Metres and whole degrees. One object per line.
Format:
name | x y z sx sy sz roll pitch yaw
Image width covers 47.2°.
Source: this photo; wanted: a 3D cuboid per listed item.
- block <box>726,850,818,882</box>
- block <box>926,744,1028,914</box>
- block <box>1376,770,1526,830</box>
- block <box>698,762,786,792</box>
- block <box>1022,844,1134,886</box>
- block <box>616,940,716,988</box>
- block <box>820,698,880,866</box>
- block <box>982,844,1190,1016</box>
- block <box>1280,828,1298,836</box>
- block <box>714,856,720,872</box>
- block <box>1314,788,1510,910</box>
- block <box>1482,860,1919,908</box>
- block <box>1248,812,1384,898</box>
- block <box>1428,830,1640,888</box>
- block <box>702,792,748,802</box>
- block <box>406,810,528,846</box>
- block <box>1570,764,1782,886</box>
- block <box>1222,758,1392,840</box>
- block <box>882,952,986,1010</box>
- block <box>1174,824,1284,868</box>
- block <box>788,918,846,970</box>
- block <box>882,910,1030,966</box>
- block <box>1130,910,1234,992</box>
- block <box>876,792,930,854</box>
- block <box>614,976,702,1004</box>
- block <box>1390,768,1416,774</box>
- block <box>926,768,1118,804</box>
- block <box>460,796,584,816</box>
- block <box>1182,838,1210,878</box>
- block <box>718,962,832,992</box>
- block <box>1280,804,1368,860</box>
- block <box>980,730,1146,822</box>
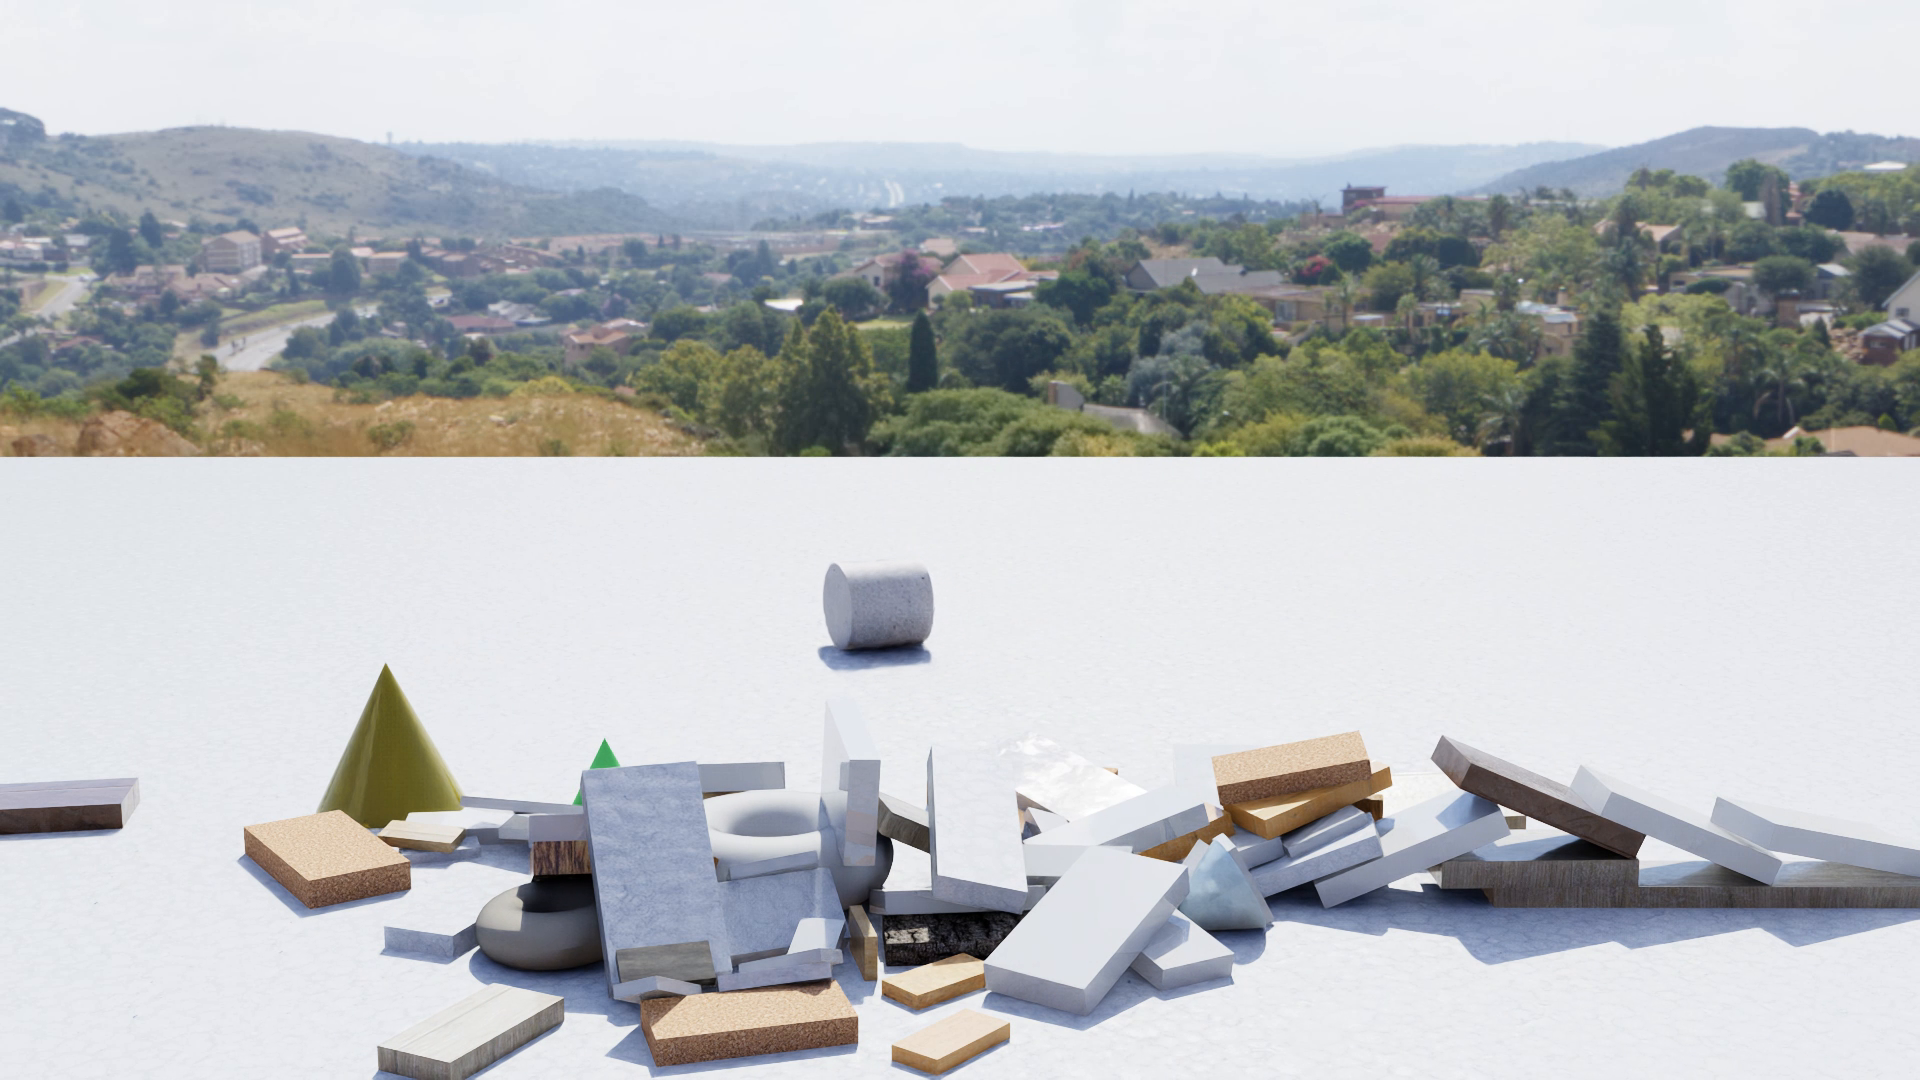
block | -0.294 0.517 3.442 0.139 0.020 0.069 -9 -22 -14
block | 0.023 0.465 3.594 0.142 0.040 0.460 12 20 -6
block | 0.798 0.476 3.908 0.377 0.048 0.169 -3 23 4
block | -0.468 0.439 4.014 0.173 0.049 0.375 1 -8 -26
block | 0.157 0.527 3.564 0.240 0.021 0.075 -1 34 14
block | -0.429 0.623 3.201 0.136 0.019 0.068 -3 43 -17
block | -0.181 0.389 3.587 0.049 0.173 0.346 2 11 -10
block | 0.195 0.583 3.319 0.169 0.048 0.338 8 29 31
block | 0.612 0.532 3.781 0.142 0.071 0.020 2 -7 10
block | -0.430 0.563 3.475 0.068 0.135 0.019 5 -21 27
block | 0.737 0.503 3.653 0.324 0.046 0.162 -23 10 6
block | 1.370 0.573 3.661 0.989 0.037 0.130 0 11 0
block | 0.574 0.528 3.646 0.248 0.035 0.124 -22 7 10
block | 0.944 0.530 3.665 0.324 0.046 0.162 0 11 -2
block | -0.500 0.468 3.917 0.217 0.031 0.108 2 -8 -34
block | -0.611 0.513 3.998 0.777 0.031 0.108 -1 11 -7
block | 1.187 0.472 3.655 0.315 0.045 0.158 22 9 -6
block | 0.590 0.430 3.738 0.259 0.037 0.130 -19 17 -23
block | -0.028 0.654 3.262 0.162 0.023 0.081 -9 14 -41
block | 0.405 0.535 3.685 0.248 0.035 0.124 -18 14 -8
block | -0.222 0.623 3.316 0.069 0.020 0.139 2 30 11
block | 0.031 0.617 3.420 0.297 0.037 0.130 -1 11 -5
block | 0.290 0.605 3.382 0.130 0.037 0.259 -6 21 -30
block | -0.017 0.504 3.683 0.284 0.040 0.142 25 2 -20
block | -0.429 0.642 3.125 0.068 0.019 0.136 -16 -21 17
block | 0.856 0.494 4.063 0.158 0.045 0.315 4 11 19
block | 0.121 0.469 4.189 0.336 0.048 0.168 3 11 14
block | -0.701 0.474 3.849 0.387 0.019 0.068 1 -14 27
block | 0.350 0.553 3.536 0.021 0.075 0.149 33 42 10
block | -0.270 0.641 3.197 0.162 0.023 0.081 -6 -19 -9
block | 0.601 0.485 3.656 0.142 0.020 0.071 -24 7 -6
block | 0.174 0.456 4.047 0.168 0.048 0.336 -21 29 -34
